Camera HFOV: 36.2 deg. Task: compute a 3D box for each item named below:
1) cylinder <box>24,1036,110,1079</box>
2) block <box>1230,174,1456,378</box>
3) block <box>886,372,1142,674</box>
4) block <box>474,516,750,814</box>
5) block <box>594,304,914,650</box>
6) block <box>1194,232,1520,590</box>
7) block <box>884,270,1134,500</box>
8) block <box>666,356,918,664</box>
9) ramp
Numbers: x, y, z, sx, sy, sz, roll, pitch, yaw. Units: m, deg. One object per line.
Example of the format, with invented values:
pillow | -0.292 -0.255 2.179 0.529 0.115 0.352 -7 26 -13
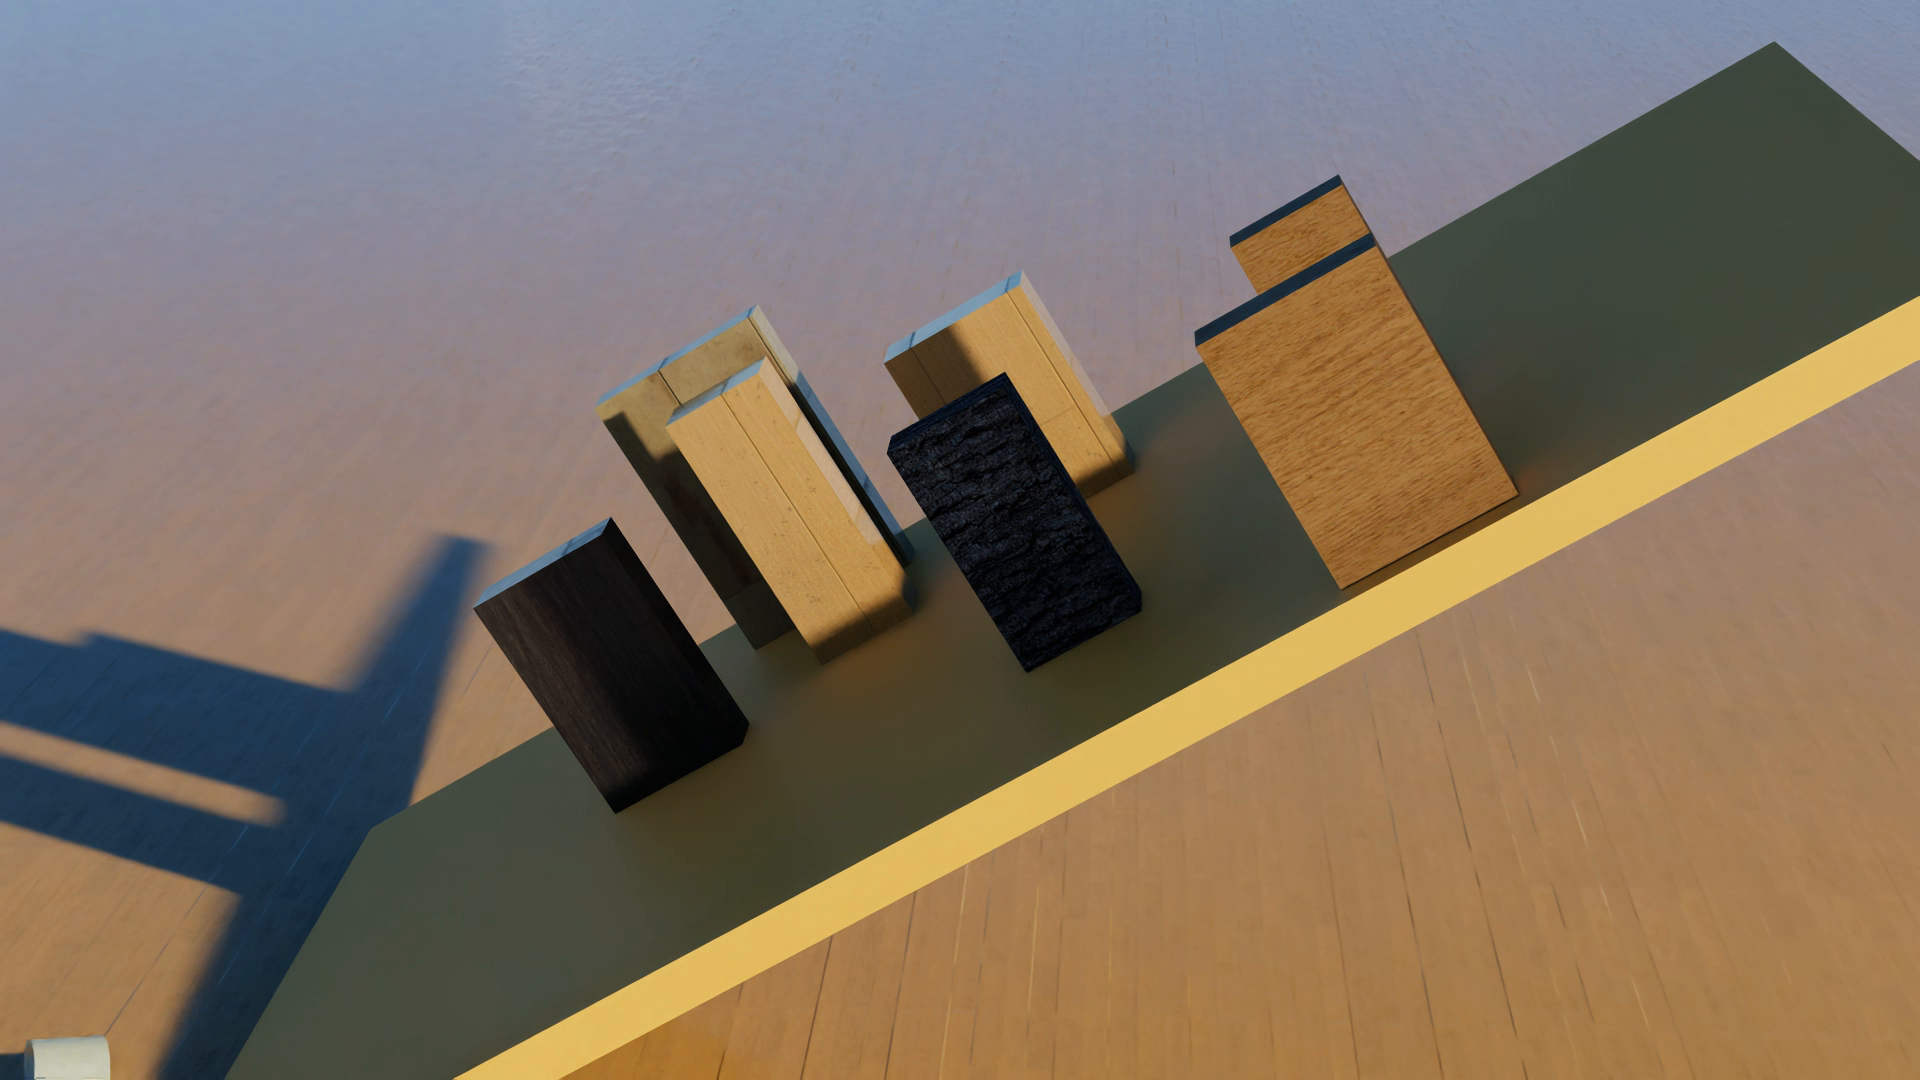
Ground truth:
cylinder | -1.955 1.168 6.436 0.158 0.158 0.158 1 17 -26
block | 0.765 -0.451 5.852 0.248 0.483 0.097 -29 15 13
block | 0.110 -0.032 5.762 0.262 0.526 0.114 -29 15 13
block | -0.764 0.279 6.480 0.338 0.564 0.122 -29 15 13
block | -0.484 -0.144 6.989 0.443 0.705 0.103 -29 15 13
block | 0.698 -0.223 5.180 0.355 0.521 0.106 -29 15 13
block | 0.115 -0.296 6.649 0.354 0.503 0.141 -29 15 13
block | -0.373 -0.064 6.609 0.245 0.652 0.145 -29 15 13
ramp | 0.141 0.168 6.288 4.000 0.100 2.000 -29 15 13
